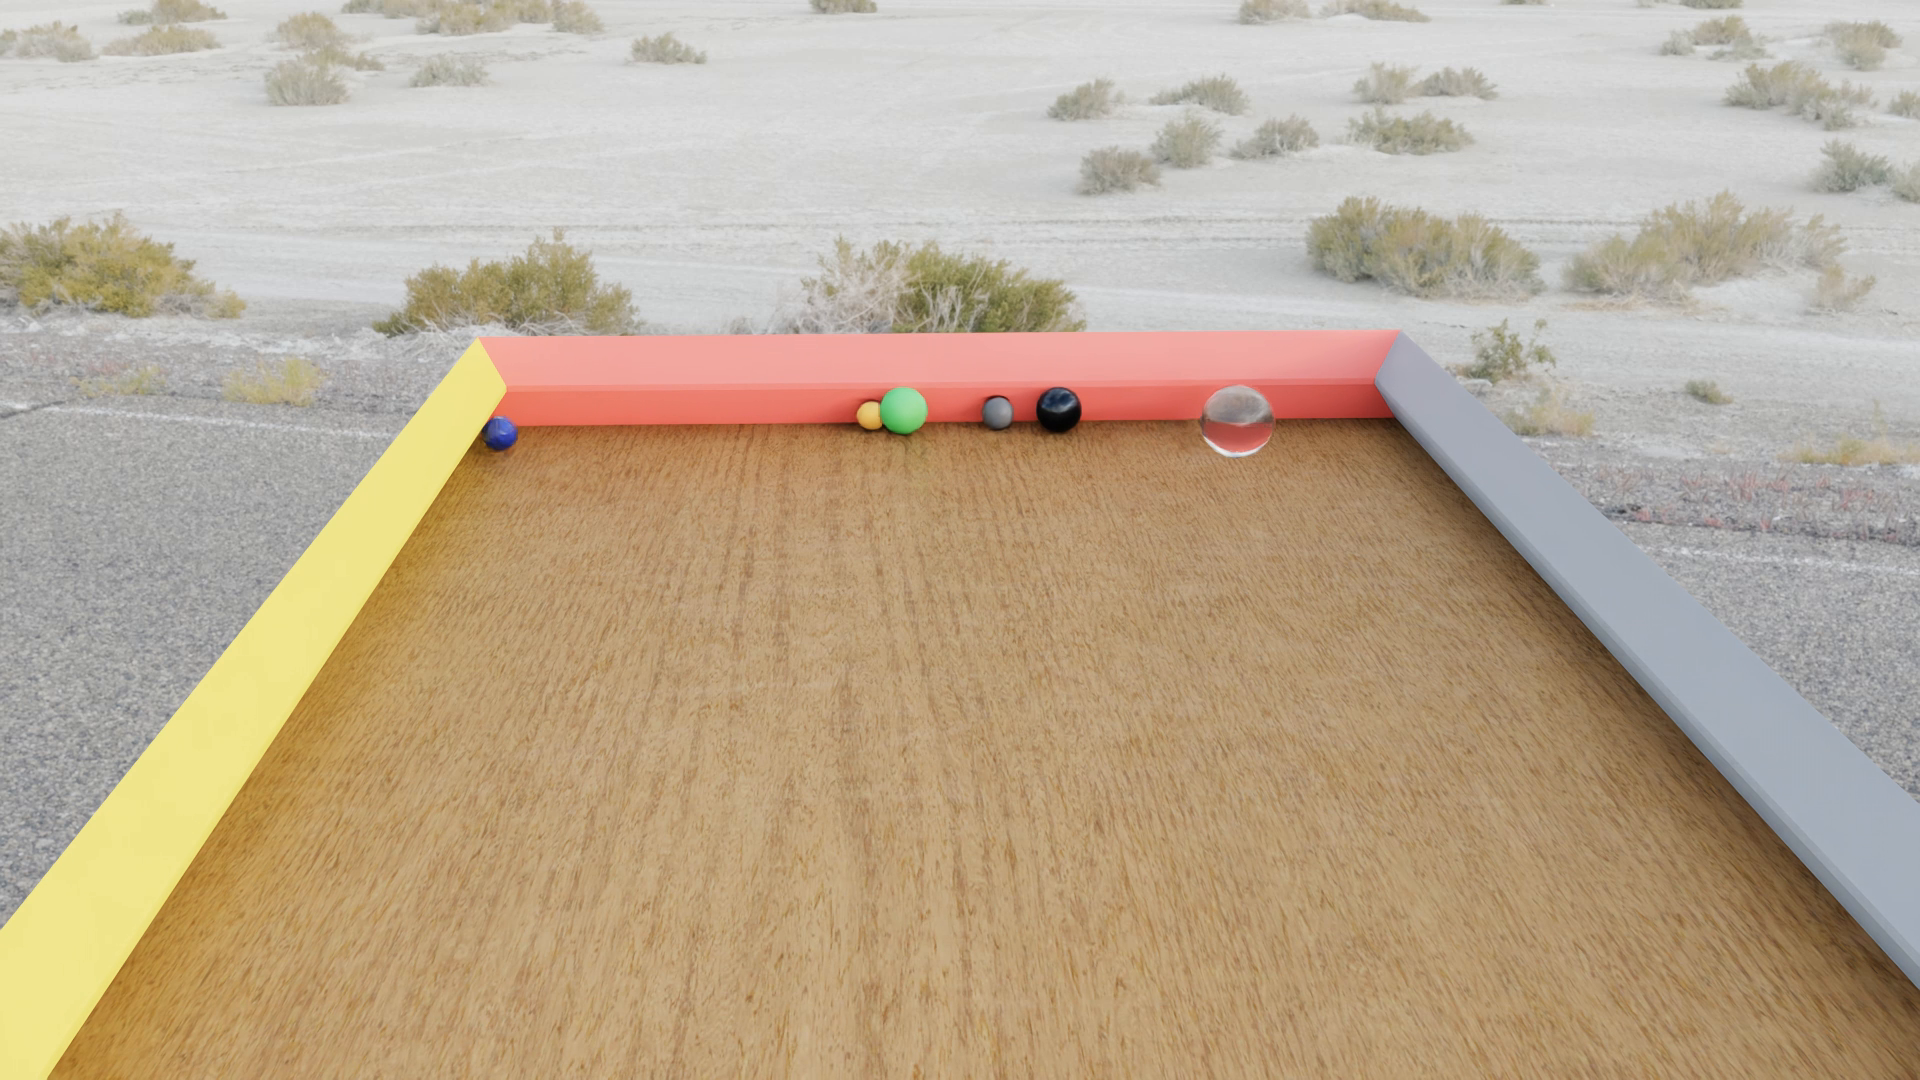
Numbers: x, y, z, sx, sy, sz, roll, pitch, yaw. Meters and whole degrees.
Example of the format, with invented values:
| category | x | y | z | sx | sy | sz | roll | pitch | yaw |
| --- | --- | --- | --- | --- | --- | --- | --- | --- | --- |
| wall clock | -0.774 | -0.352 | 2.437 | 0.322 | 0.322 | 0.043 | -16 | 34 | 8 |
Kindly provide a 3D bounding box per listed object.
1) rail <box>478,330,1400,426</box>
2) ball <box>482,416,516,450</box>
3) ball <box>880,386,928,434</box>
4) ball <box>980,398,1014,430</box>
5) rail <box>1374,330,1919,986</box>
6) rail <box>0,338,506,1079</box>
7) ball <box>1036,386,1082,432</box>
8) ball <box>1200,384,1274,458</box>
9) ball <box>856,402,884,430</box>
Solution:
| category | x | y | z | sx | sy | sz | roll | pitch | yaw |
| --- | --- | --- | --- | --- | --- | --- | --- | --- | --- |
| rail | -0.024 | -0.226 | 3.134 | 1.322 | 0.128 | 0.045 | -1 | 18 | -2 |
| ball | -0.633 | -0.146 | 3.018 | 0.046 | 0.046 | 0.046 | 0 | 18 | 0 |
| ball | -0.079 | -0.182 | 3.099 | 0.067 | 0.067 | 0.067 | 0 | 18 | 0 |
| ball | 0.053 | -0.180 | 3.126 | 0.046 | 0.046 | 0.046 | 0 | 18 | 0 |
| rail | 0.662 | 0.153 | 1.933 | 0.045 | 0.128 | 2.617 | -1 | 18 | -2 |
| rail | -0.612 | 0.167 | 1.886 | 0.045 | 0.128 | 2.617 | -1 | 18 | -2 |
| ball | 0.140 | -0.185 | 3.109 | 0.065 | 0.065 | 0.065 | 0 | 18 | 0 |
| ball | 0.375 | -0.160 | 2.977 | 0.099 | 0.099 | 0.099 | 0 | 18 | 0 |
| ball | -0.126 | -0.177 | 3.124 | 0.041 | 0.041 | 0.041 | 0 | 18 | 0 |
